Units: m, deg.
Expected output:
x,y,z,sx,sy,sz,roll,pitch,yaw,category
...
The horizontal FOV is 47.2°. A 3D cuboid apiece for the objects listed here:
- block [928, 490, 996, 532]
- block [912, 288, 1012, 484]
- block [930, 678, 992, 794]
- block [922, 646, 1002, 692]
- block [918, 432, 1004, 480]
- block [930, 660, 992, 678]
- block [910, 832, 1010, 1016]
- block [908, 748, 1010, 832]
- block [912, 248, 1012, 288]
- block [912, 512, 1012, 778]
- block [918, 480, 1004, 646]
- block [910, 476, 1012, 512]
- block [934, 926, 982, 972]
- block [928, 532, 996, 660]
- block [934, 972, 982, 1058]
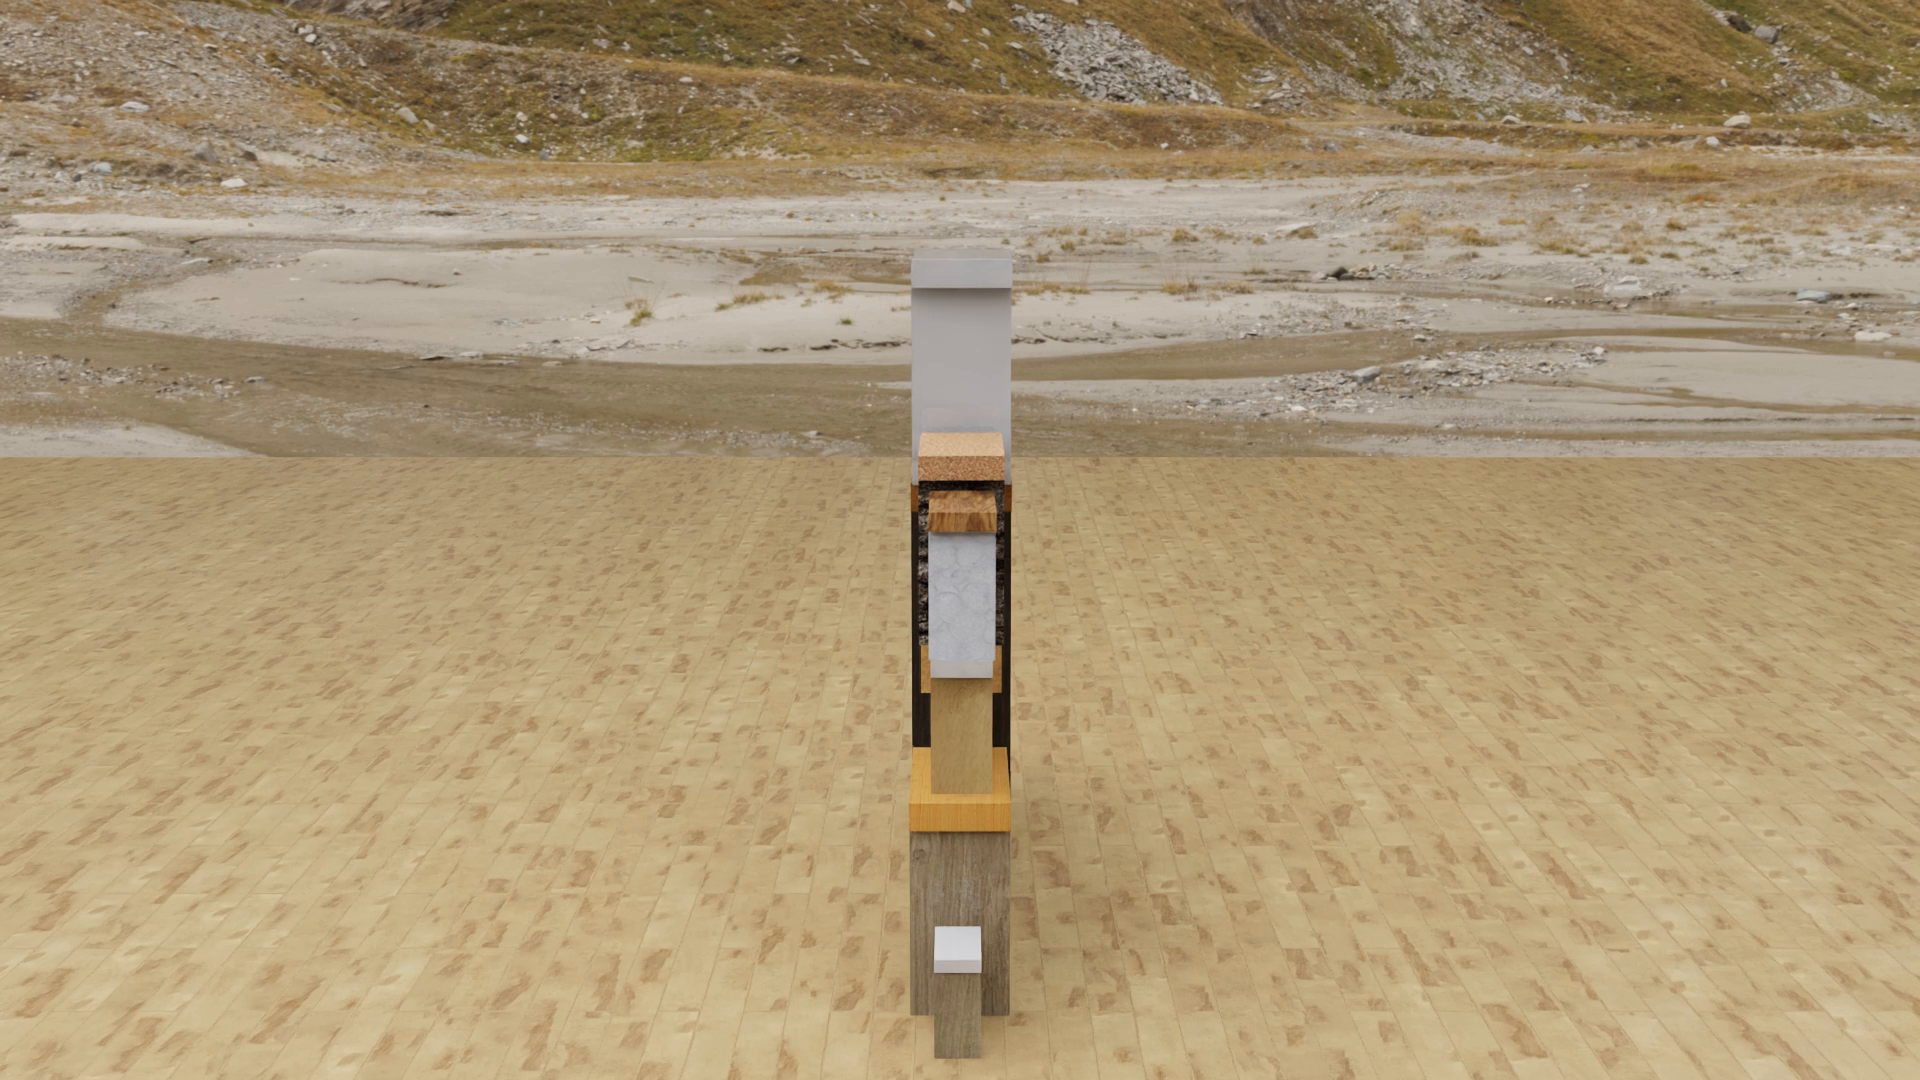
x,y,z,sx,sy,sz,roll,pitch,yaw,category
0.003,-0.042,3.107,0.093,0.026,0.186,0,11,0,block
0.002,-0.245,3.484,0.157,0.313,0.044,0,11,0,block
0.002,0.273,3.118,0.087,0.174,0.025,0,11,0,block
0.002,0.056,3.438,0.126,0.368,0.036,0,11,0,block
0.002,-0.127,3.319,0.126,0.036,0.252,0,11,0,block
0.002,0.165,3.157,0.087,0.025,0.174,0,11,0,block
0.000,0.540,3.157,0.143,0.285,0.040,0,11,0,block
0.000,0.363,3.220,0.143,0.040,0.285,0,11,0,block
0.004,-0.440,3.554,0.157,0.044,0.313,0,10,0,block
0.002,0.186,3.612,0.162,0.491,0.046,0,11,0,block
0.002,0.029,3.262,0.126,0.252,0.036,0,11,0,block
0.003,-0.097,3.669,0.162,0.046,0.323,0,11,0,block
-0.003,0.566,3.043,0.064,0.018,0.129,0,11,0,block
0.003,0.074,3.065,0.093,0.186,0.026,0,11,0,block
-0.003,0.646,3.014,0.064,0.129,0.018,0,11,0,block
